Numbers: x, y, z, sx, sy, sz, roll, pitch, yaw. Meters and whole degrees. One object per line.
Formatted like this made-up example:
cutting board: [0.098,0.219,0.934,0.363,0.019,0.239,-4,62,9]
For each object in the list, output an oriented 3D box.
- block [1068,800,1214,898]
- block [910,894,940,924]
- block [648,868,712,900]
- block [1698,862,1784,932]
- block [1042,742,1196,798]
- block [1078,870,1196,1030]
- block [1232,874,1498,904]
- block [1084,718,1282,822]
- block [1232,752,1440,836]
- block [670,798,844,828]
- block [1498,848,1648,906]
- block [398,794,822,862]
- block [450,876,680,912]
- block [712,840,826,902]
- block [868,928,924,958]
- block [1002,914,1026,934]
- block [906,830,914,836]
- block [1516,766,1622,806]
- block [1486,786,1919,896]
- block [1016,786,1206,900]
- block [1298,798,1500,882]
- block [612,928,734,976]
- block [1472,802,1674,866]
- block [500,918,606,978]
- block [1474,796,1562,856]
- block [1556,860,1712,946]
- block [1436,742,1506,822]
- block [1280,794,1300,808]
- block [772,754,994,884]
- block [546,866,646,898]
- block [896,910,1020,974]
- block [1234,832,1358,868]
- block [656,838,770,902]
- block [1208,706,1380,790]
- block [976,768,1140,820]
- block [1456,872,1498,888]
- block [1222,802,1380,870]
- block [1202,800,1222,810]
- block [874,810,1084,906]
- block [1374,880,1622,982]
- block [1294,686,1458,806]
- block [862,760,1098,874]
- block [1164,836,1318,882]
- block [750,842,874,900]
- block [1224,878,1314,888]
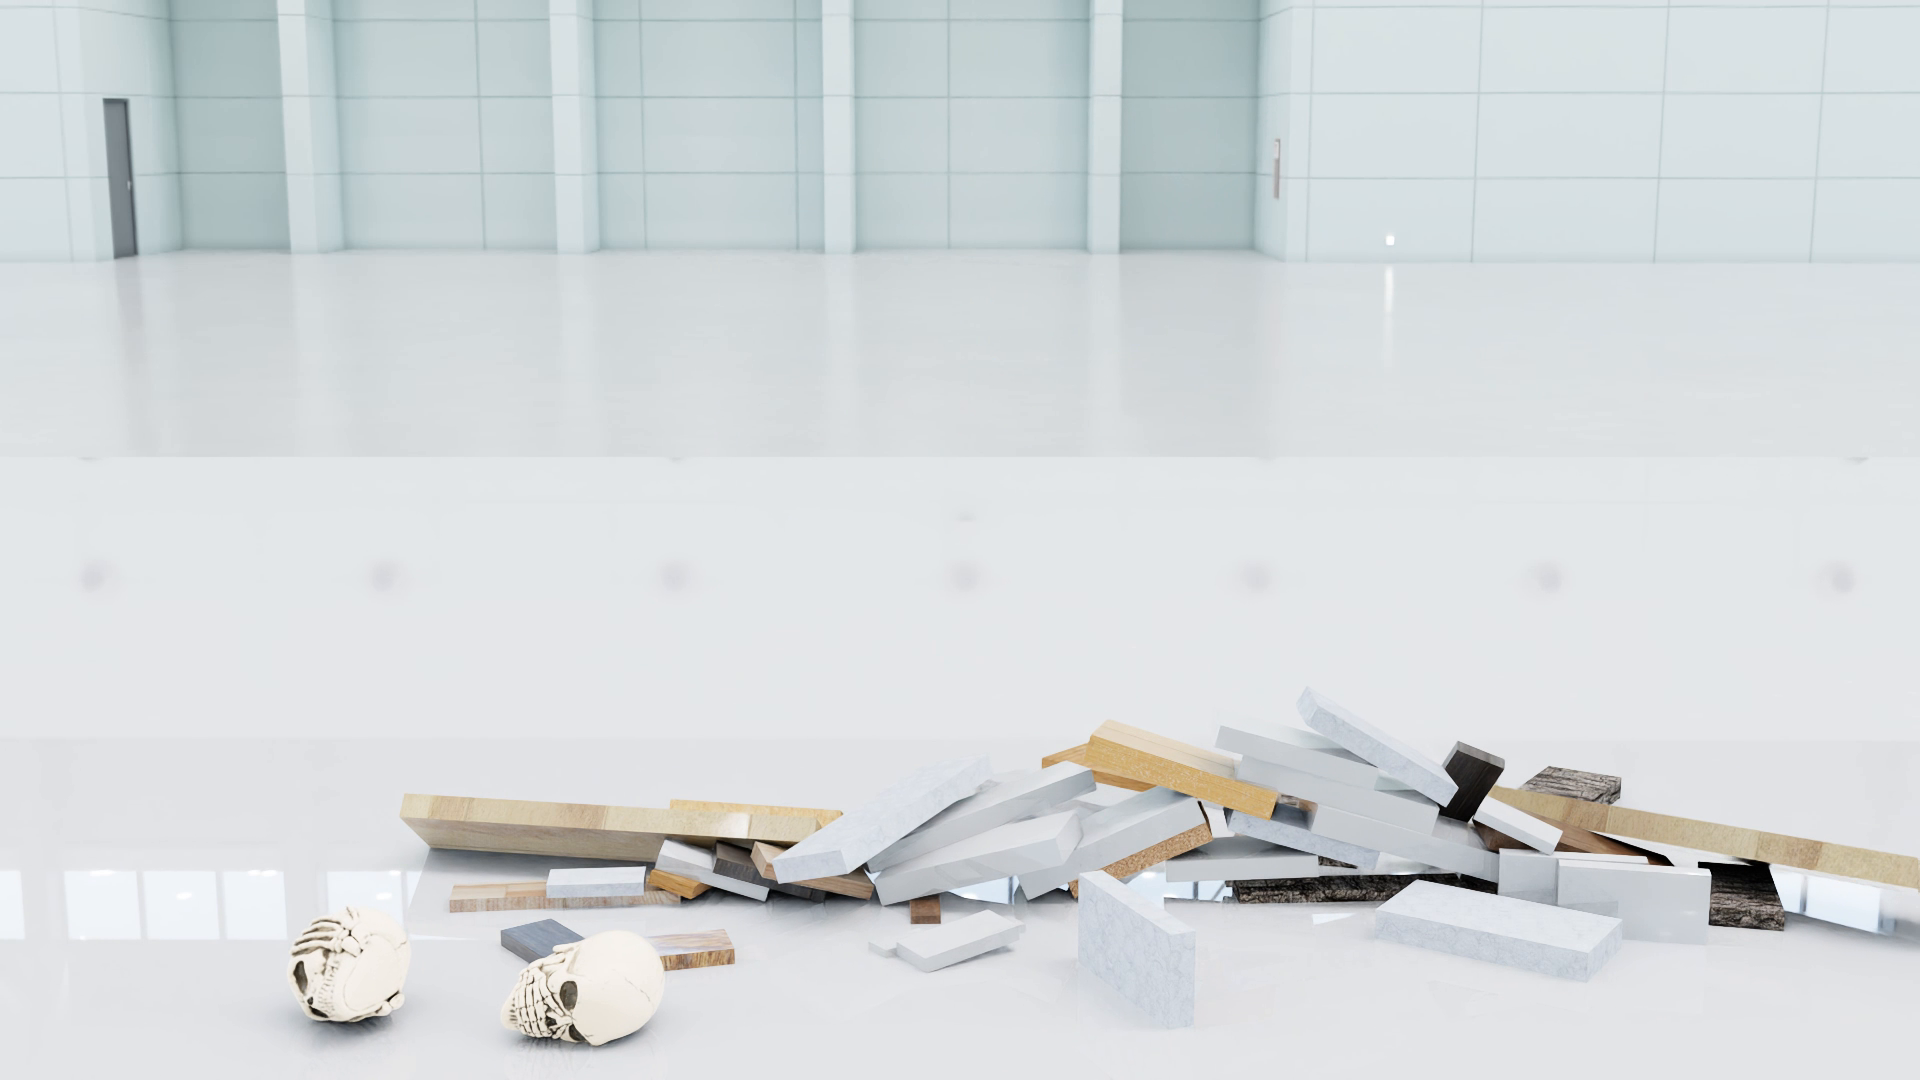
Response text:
block: [0.299,0.517,3.684,0.249,0.035,0.125,-24,7,6]
block: [-0.057,0.600,3.574,0.048,0.014,0.096,-1,11,-2]
block: [-0.452,0.559,3.673,0.078,0.022,0.157,18,8,13]
block: [1.281,0.584,3.614,0.114,0.032,0.228,3,11,13]
block: [0.325,0.456,4.273,0.304,0.043,0.152,9,14,40]
block: [0.257,0.599,3.234,0.040,0.142,0.283,-5,11,-24]
block: [0.673,0.580,3.666,0.430,0.021,0.072,-1,11,-3]
block: [0.379,0.382,3.680,0.320,0.045,0.160,17,9,12]
block: [0.622,0.402,3.663,0.329,0.047,0.164,16,9,3]
block: [-0.340,0.501,3.829,0.304,0.043,0.152,2,-21,12]
block: [0.979,0.560,3.520,0.228,0.114,0.032,2,11,11]
block: [-0.589,0.504,3.781,0.733,0.043,0.152,2,-28,11]
block: [-0.650,0.585,3.638,0.372,0.022,0.078,-1,11,-7]
block: [-0.317,0.550,3.653,0.189,0.027,0.095,17,8,-10]
block: [-0.089,0.628,3.426,0.096,0.014,0.048,-8,13,-35]
block: [0.051,0.617,3.486,0.096,0.014,0.048,-6,12,-31]
block: [-0.149,0.500,3.699,0.133,0.019,0.067,-18,6,-11]
block: [1.124,0.487,4.116,0.142,0.040,0.284,7,13,33]
block: [1.215,0.498,3.714,0.887,0.048,0.169,6,-9,39]
block: [0.247,0.496,3.683,0.319,0.045,0.160,-24,7,3]
block: [0.775,0.494,3.658,0.409,0.047,0.164,15,9,-1]
block: [-0.440,0.632,3.374,0.176,0.025,0.088,-3,11,-16]
block: [1.027,0.518,3.649,0.328,0.047,0.164,18,9,1]
block: [-0.628,0.629,3.391,0.088,0.025,0.175,-8,13,-37]
block: [0.903,0.461,3.555,0.133,0.019,0.067,25,23,18]
block: [1.059,0.570,3.464,0.228,0.114,0.032,2,11,12]
block: [0.830,0.449,3.739,0.086,0.253,0.024,22,38,-1]
block: [0.599,0.503,4.079,0.078,0.022,0.156,1,11,7]
block: [-0.121,0.462,3.685,0.142,0.040,0.474,-14,6,33]
block: [-0.599,0.564,3.625,0.157,0.022,0.078,-1,11,-5]
block: [-0.003,0.619,3.398,0.171,0.024,0.085,-14,16,-31]
block: [0.589,0.543,3.859,0.225,0.022,0.078,3,11,17]
block: [-0.408,0.548,3.662,0.189,0.027,0.095,17,8,-3]
block: [0.549,0.343,3.635,0.268,0.038,0.134,15,9,-1]
block: [0.213,0.483,4.061,0.338,0.048,0.169,8,6,38]
block: [0.896,0.561,3.666,0.145,0.021,0.072,15,9,-4]
block: [0.566,0.481,3.659,0.249,0.035,0.125,15,10,0]
block: [0.536,0.484,4.179,0.078,0.022,0.156,8,13,37]
block: [0.033,0.524,3.637,0.320,0.045,0.160,-15,6,17]
block: [0.841,0.608,3.440,0.338,0.048,0.169,7,13,33]
block: [0.685,0.340,3.628,0.268,0.038,0.134,30,9,-5]
block: [0.020,0.472,3.764,0.417,0.038,0.134,-19,6,-15]
block: [0.466,0.530,3.667,0.249,0.035,0.125,-3,9,4]
block: [-0.244,0.547,3.639,0.189,0.027,0.095,15,8,-20]
block: [0.514,0.555,3.666,0.145,0.021,0.072,-3,10,4]
